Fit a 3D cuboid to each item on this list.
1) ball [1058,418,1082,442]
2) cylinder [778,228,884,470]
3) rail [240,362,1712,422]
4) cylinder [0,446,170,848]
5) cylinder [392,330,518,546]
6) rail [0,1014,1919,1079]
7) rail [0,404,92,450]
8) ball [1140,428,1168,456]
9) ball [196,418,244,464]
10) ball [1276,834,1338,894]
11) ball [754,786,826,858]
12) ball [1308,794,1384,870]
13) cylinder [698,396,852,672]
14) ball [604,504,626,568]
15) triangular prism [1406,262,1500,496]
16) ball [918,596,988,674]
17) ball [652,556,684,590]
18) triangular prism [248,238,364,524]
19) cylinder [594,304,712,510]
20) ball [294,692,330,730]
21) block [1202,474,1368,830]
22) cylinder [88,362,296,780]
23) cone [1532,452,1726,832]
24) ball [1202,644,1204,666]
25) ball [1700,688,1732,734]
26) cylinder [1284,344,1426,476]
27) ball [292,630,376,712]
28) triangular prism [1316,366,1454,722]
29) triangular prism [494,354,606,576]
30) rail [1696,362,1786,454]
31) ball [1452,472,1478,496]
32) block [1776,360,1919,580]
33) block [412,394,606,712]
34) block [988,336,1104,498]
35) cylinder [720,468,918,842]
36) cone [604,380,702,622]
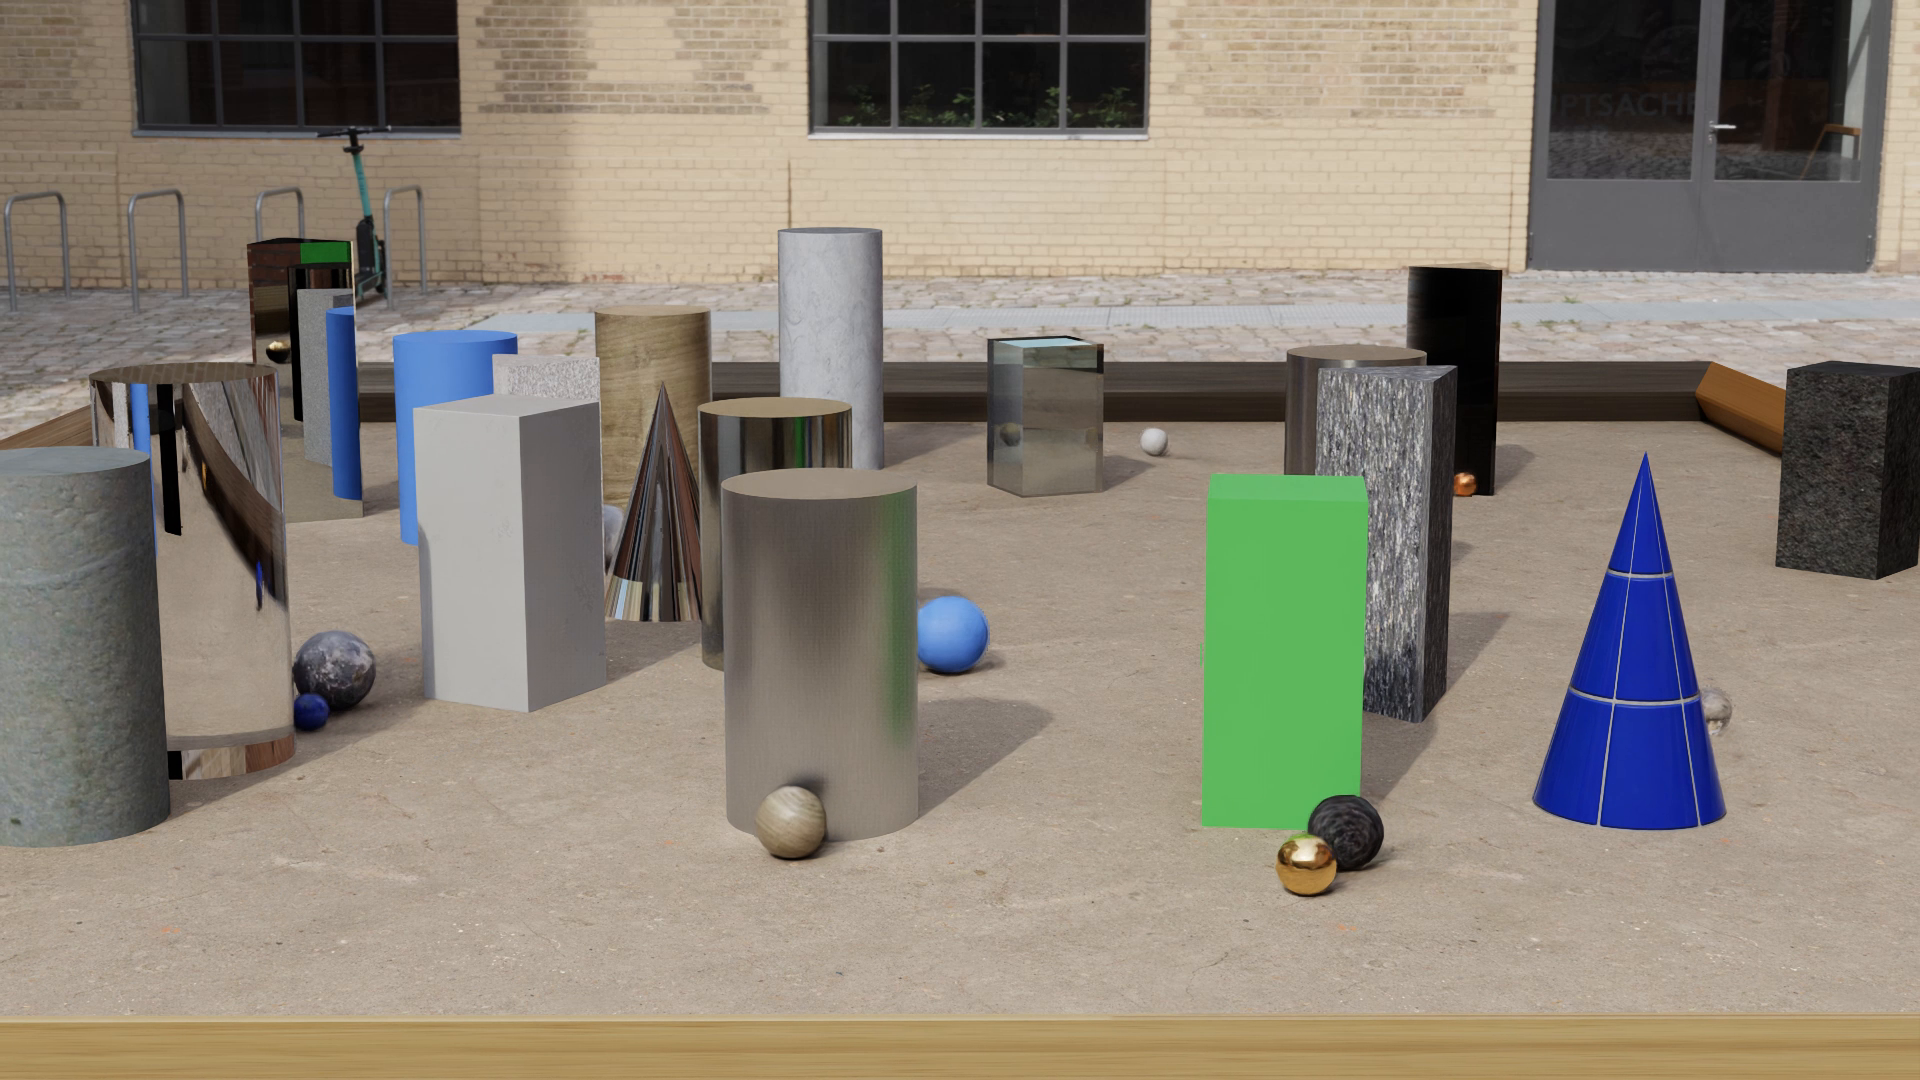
[{"bbox_3d":[0.214,-0.213,4.971,0.047,0.047,0.047,0,11,0],"label":"ball"},{"bbox_3d":[-0.232,-0.342,4.622,0.188,0.428,0.188,0,11,0],"label":"cylinder"},{"bbox_3d":[-0.010,-0.299,5.218,3.096,0.122,0.045,0,11,0],"label":"rail"},{"bbox_3d":[-0.867,0.098,2.467,0.188,0.353,0.188,0,11,0],"label":"cylinder"},{"bbox_3d":[-0.772,-0.158,3.954,0.188,0.312,0.188,0,11,0],"label":"cylinder"},{"bbox_3d":[0.010,0.362,1.680,3.096,0.122,0.045,0,11,0],"label":"rail"},{"bbox_3d":[-1.524,0.033,3.441,0.045,0.122,3.647,0,11,0],"label":"rail"},{"bbox_3d":[0.362,-0.183,4.790,0.053,0.053,0.053,0,11,0],"label":"ball"},{"bbox_3d":[-1.353,-0.180,4.691,0.084,0.084,0.084,0,11,0],"label":"ball"},{"bbox_3d":[0.306,0.287,2.271,0.054,0.054,0.054,0,11,0],"label":"ball"},{"bbox_3d":[-0.157,0.261,2.374,0.067,0.067,0.067,0,11,0],"label":"ball"},{"bbox_3d":[0.352,0.266,2.340,0.069,0.069,0.069,0,11,0],"label":"ball"},{"bbox_3d":[-0.225,-0.008,3.143,0.188,0.313,0.188,0,11,0],"label":"cylinder"},{"bbox_3d":[-0.517,-0.006,3.733,0.093,0.093,0.093,0,11,0],"label":"ball"},{"bbox_3d":[0.867,-0.281,4.418,0.162,0.383,0.141,6,12,29],"label":"triangular prism"},{"bbox_3d":[-0.013,0.114,3.091,0.093,0.093,0.093,0,11,0],"label":"ball"},{"bbox_3d":[-0.407,0.046,3.585,0.046,0.046,0.046,0,11,0],"label":"ball"},{"bbox_3d":[-1.068,-0.260,4.139,0.162,0.445,0.141,-5,12,-25],"label":"triangular prism"},{"bbox_3d":[-0.498,-0.211,4.186,0.188,0.329,0.188,0,11,0],"label":"cylinder"},{"bbox_3d":[-0.716,0.189,2.826,0.042,0.042,0.042,0,11,0],"label":"ball"},{"bbox_3d":[0.317,0.107,2.510,0.150,0.321,0.150,1,11,7],"label":"block"},{"bbox_3d":[-0.802,0.028,2.690,0.188,0.409,0.188,0,11,0],"label":"cylinder"},{"bbox_3d":[0.664,0.087,2.516,0.188,0.356,0.188,0,11,0],"label":"cone"},{"bbox_3d":[0.326,0.134,2.995,0.089,0.089,0.089,0,11,0],"label":"ball"},{"bbox_3d":[0.819,0.187,2.812,0.051,0.051,0.051,0,11,0],"label":"ball"},{"bbox_3d":[0.535,-0.087,3.494,0.188,0.339,0.188,0,11,0],"label":"cylinder"},{"bbox_3d":[-0.710,0.148,2.911,0.092,0.092,0.092,0,11,0],"label":"ball"},{"bbox_3d":[0.513,-0.004,2.931,0.141,0.383,0.162,-9,14,-39],"label":"triangular prism"},{"bbox_3d":[-0.616,-0.102,3.648,0.162,0.314,0.141,-10,15,-43],"label":"triangular prism"},{"bbox_3d":[1.524,0.030,3.458,0.045,0.122,3.647,0,11,0],"label":"rail"},{"bbox_3d":[0.856,-0.094,4.349,0.041,0.041,0.041,0,11,0],"label":"ball"},{"bbox_3d":[1.296,-0.104,3.725,0.150,0.290,0.150,9,14,41],"label":"block"},{"bbox_3d":[-0.519,0.011,2.973,0.150,0.338,0.150,6,12,28],"label":"block"},{"bbox_3d":[0.146,-0.214,4.407,0.150,0.255,0.150,-4,11,-23],"label":"block"},{"bbox_3d":[-0.135,0.107,2.485,0.188,0.329,0.188,0,11,0],"label":"cylinder"},{"bbox_3d":[-0.395,-0.061,3.440,0.188,0.309,0.188,0,11,0],"label":"cone"}]
